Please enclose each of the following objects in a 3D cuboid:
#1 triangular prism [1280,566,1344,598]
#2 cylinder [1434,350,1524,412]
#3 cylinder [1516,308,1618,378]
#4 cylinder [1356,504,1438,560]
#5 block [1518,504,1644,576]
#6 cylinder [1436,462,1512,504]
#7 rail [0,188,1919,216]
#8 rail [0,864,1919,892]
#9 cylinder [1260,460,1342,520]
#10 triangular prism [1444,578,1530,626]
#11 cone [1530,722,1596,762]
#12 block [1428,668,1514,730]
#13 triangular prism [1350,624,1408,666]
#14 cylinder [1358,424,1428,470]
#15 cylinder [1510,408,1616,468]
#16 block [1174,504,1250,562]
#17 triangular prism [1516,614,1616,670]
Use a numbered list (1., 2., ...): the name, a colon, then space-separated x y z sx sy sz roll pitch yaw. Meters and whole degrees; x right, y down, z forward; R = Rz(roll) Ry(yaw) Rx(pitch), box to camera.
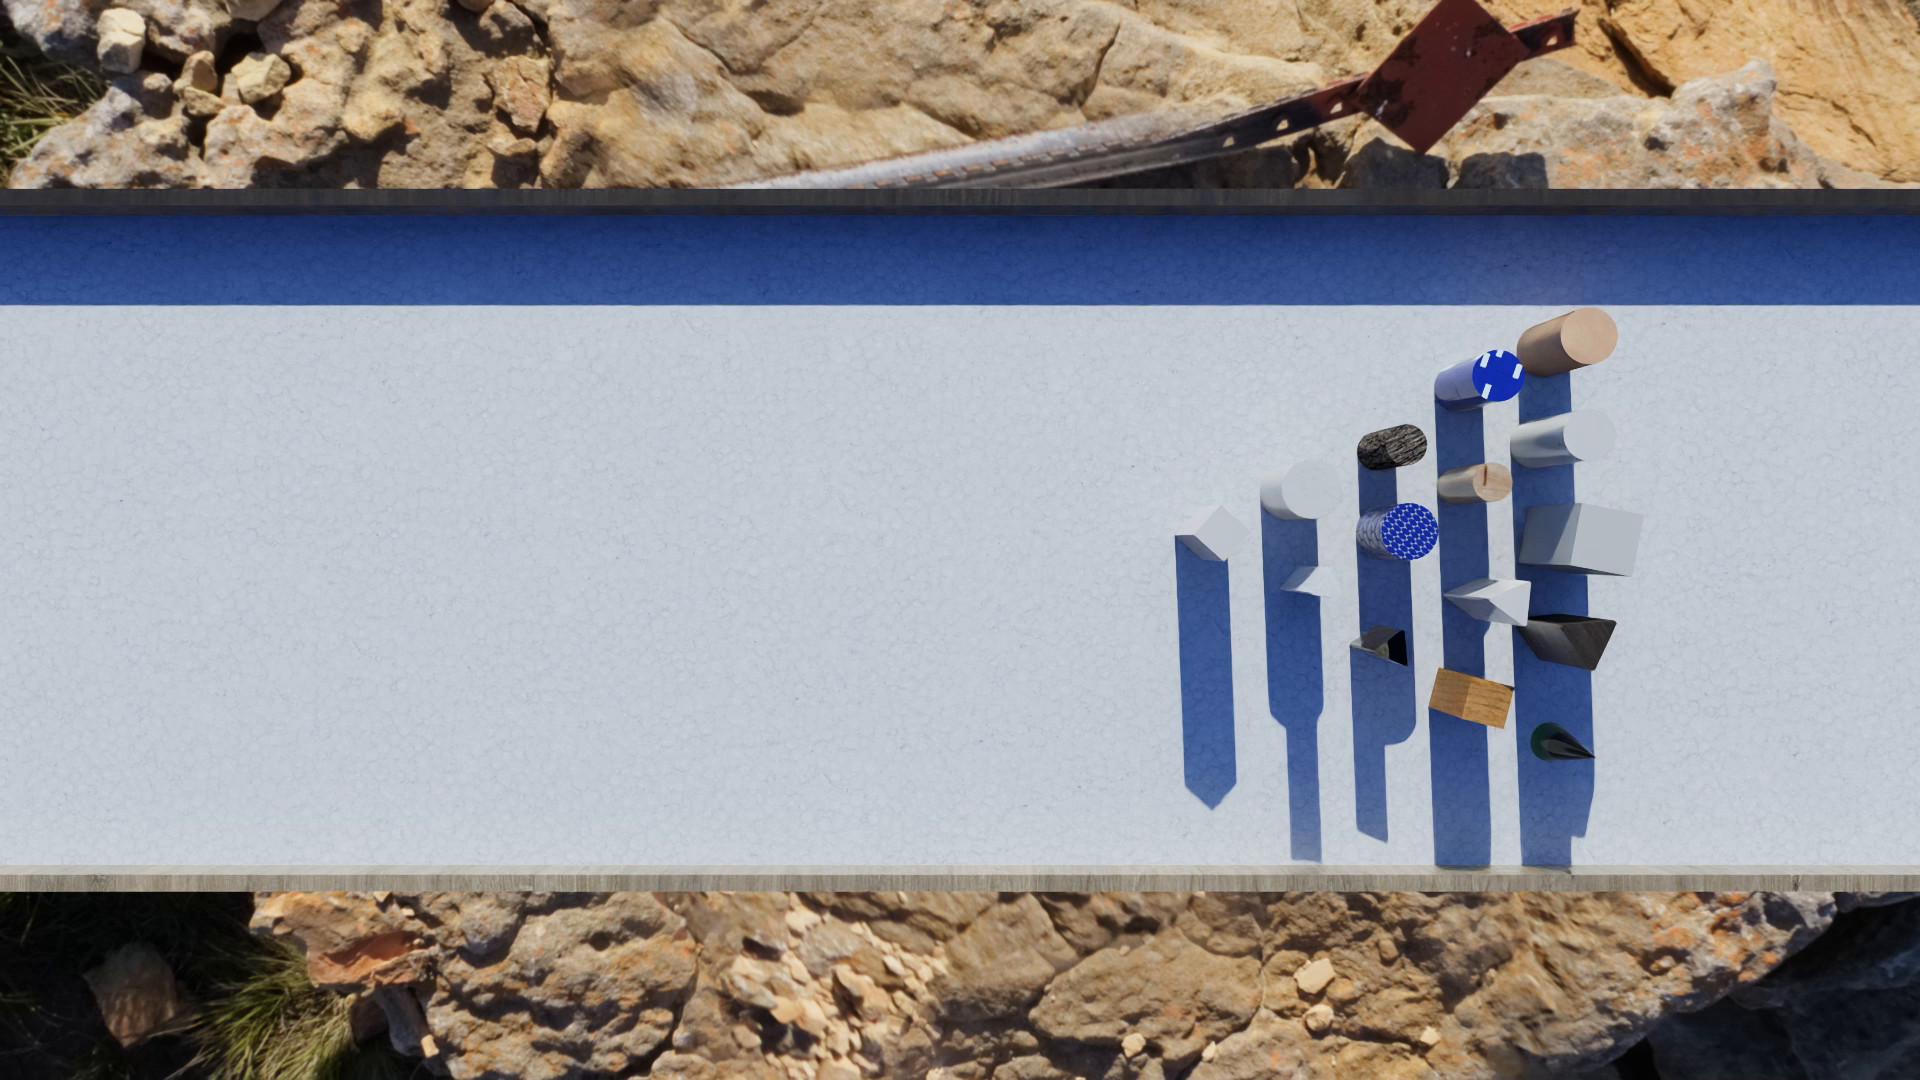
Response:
1. triangular prism: 1.040 0.118 4.854 0.095 0.444 0.082 9 90 0
2. cylinder: 1.533 -0.468 4.887 0.149 0.379 0.149 0 90 0
3. cylinder: 1.794 -0.583 4.889 0.163 0.375 0.163 0 90 0
4. cylinder: 1.300 -0.025 4.923 0.165 0.308 0.165 0 90 0
5. block: 1.820 0.000 4.858 0.178 0.437 0.178 11 90 0
6. cylinder: 1.524 -0.166 4.897 0.114 0.360 0.114 0 90 0
7. rail: -2.247 -1.025 5.002 12.000 0.150 0.050 0 90 0
8. rail: -2.247 1.025 5.001 12.000 0.150 0.050 0 90 0
9. cylinder: 1.009 -0.147 4.904 0.172 0.345 0.172 0 90 0
10. triangular prism: 1.570 0.161 4.856 0.126 0.442 0.109 36 90 0
11. cone: 1.816 0.622 4.888 0.121 0.376 0.121 0 90 0
12. block: 1.518 0.468 4.909 0.126 0.336 0.126 15 90 0
13. triangular prism: 1.264 0.302 4.924 0.105 0.305 0.091 24 90 0
14. cylinder: 1.281 -0.273 4.903 0.118 0.347 0.118 0 90 0
15. cylinder: 1.766 -0.295 4.851 0.147 0.450 0.147 0 90 0
16. block: 0.741 -0.020 4.869 0.114 0.415 0.114 42 90 0
17. triangular prism: 1.797 0.268 4.864 0.132 0.425 0.153 -35 90 0
